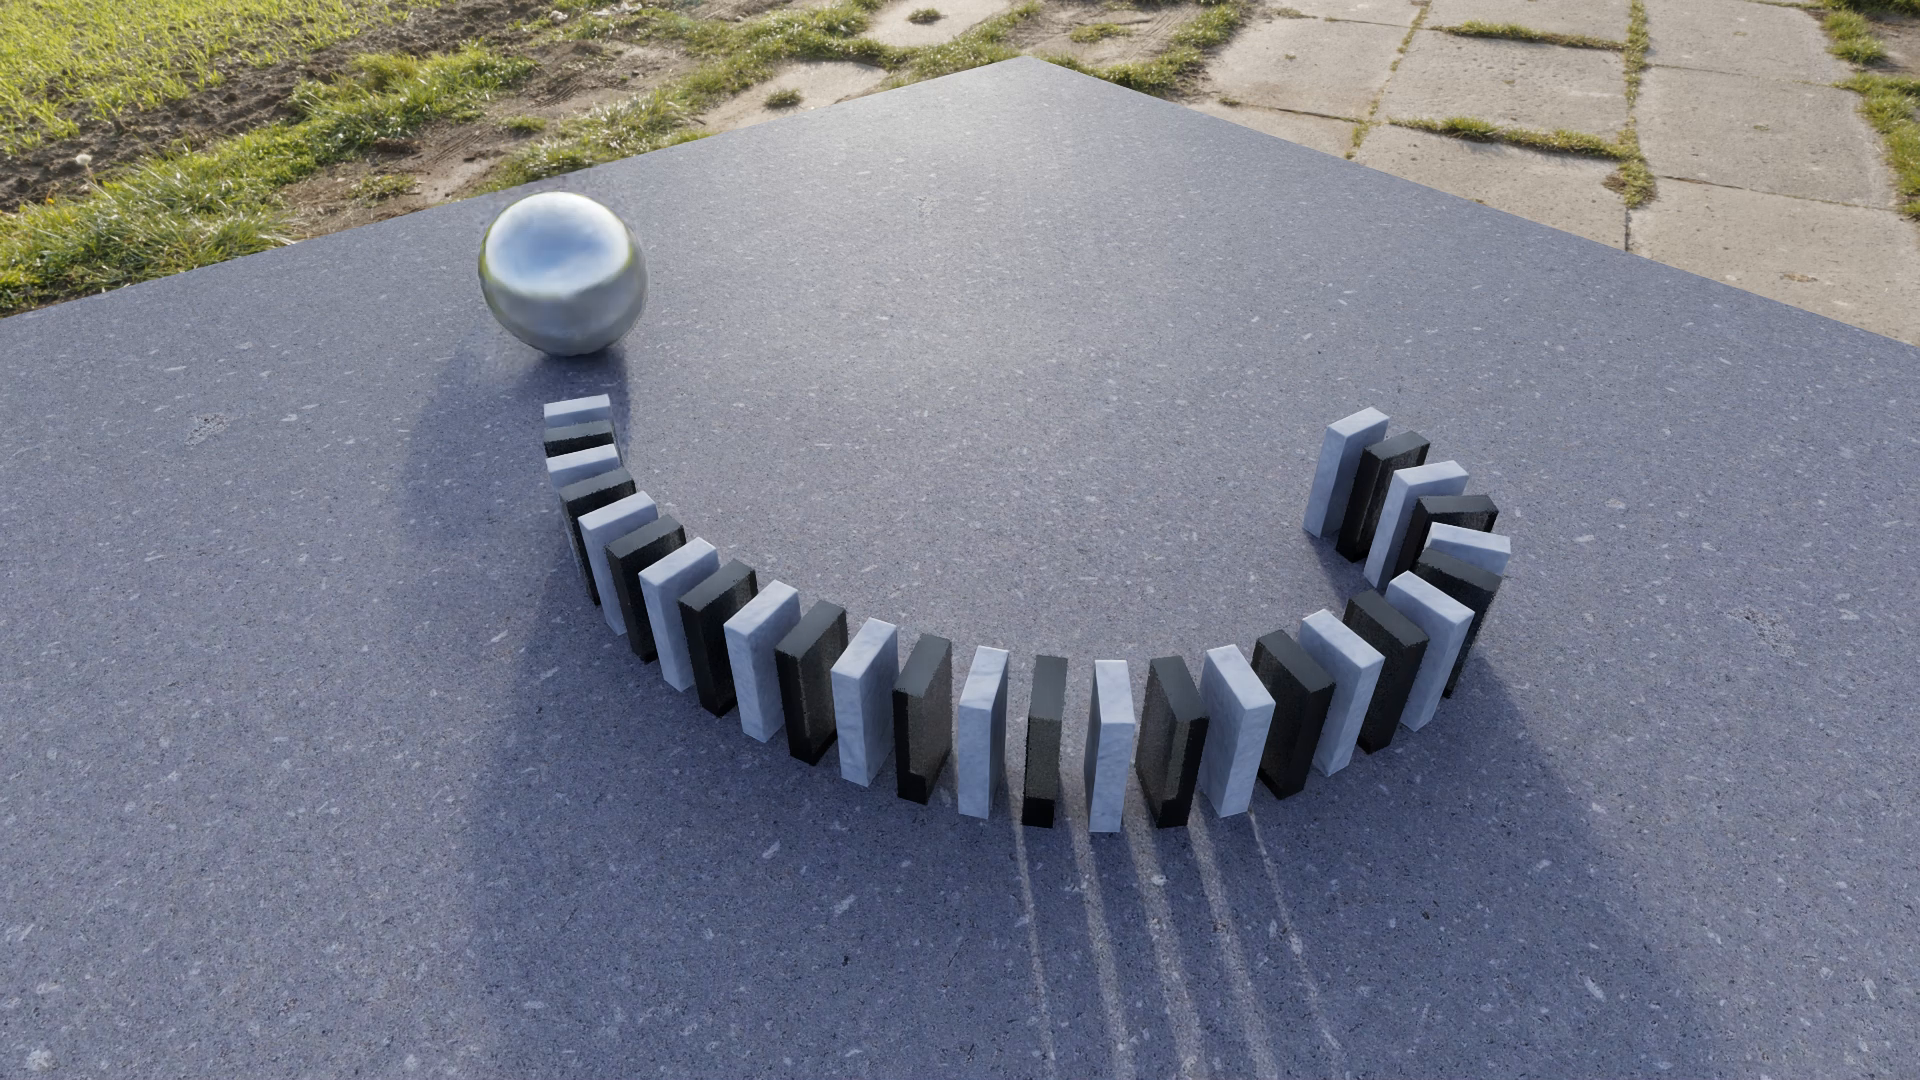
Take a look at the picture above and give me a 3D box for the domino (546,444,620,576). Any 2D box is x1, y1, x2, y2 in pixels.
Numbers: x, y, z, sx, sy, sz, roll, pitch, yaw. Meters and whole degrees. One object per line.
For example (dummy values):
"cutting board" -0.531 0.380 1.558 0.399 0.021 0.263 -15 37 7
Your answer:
"domino" -0.141 -0.011 0.425 0.025 0.050 0.009 -16 42 -18

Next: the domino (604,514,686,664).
"domino" -0.107 0.018 0.390 0.025 0.050 0.010 -32 49 -33

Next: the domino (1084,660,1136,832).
"domino" 0.045 0.063 0.334 0.009 0.050 0.025 1 39 1

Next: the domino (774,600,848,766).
"domino" -0.046 0.047 0.355 0.009 0.050 0.025 19 43 21

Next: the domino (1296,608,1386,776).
"domino" 0.117 0.049 0.351 0.010 0.050 0.025 -21 44 -23

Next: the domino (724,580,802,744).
"domino" -0.063 0.040 0.362 0.009 0.050 0.025 22 44 24

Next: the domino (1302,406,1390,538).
"domino" 0.155 -0.027 0.444 0.025 0.050 0.009 -23 44 -25

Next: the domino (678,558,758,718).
"domino" -0.078 0.034 0.370 0.010 0.050 0.025 25 45 27

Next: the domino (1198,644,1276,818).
"domino" 0.082 0.059 0.339 0.010 0.050 0.025 -11 41 -13

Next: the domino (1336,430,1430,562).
"domino" 0.165 -0.016 0.432 0.025 0.050 0.010 -19 43 -22

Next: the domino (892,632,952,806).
"domino" -0.011 0.056 0.343 0.009 0.050 0.025 12 41 15

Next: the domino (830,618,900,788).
"domino" -0.029 0.052 0.348 0.009 0.050 0.025 16 42 18

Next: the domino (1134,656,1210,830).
"domino" 0.064 0.062 0.336 0.010 0.050 0.025 -6 40 -7

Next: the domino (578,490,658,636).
"domino" -0.120 0.009 0.401 0.025 0.050 0.010 -27 47 -29

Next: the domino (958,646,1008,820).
"domino" 0.007 0.060 0.339 0.009 0.050 0.025 9 40 11

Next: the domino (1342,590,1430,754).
"domino" 0.134 0.043 0.358 0.009 0.050 0.025 -18 43 -21

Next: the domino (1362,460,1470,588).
"domino" 0.173 -0.005 0.418 0.025 0.050 0.009 -10 40 -12

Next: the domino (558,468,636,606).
"domino" -0.131 -0.001 0.412 0.025 0.050 0.009 -23 45 -25

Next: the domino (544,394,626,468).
"domino" -0.153 -0.034 0.453 0.025 0.050 0.009 -12 41 -14

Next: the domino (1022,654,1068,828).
"domino" 0.026 0.062 0.336 0.009 0.050 0.025 5 40 7

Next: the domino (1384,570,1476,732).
"domino" 0.150 0.037 0.366 0.009 0.050 0.025 -25 45 -27

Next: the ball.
"ball" -0.198 -0.133 0.550 0.080 0.080 0.080 0 39 0

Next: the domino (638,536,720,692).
"domino" -0.093 0.026 0.380 0.009 0.050 0.025 28 47 30

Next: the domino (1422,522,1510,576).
"domino" 0.173 0.019 0.389 0.025 0.050 0.009 13 41 15

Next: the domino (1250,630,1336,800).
"domino" 0.100 0.055 0.344 0.009 0.050 0.025 -17 42 -20

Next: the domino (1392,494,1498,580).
"domino" 0.176 0.007 0.403 0.025 0.050 0.009 -2 39 -2

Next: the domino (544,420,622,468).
"domino" -0.147 -0.023 0.439 0.025 0.050 0.009 -11 41 -13

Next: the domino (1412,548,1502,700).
"domino" 0.164 0.029 0.376 0.025 0.050 0.010 27 47 29
